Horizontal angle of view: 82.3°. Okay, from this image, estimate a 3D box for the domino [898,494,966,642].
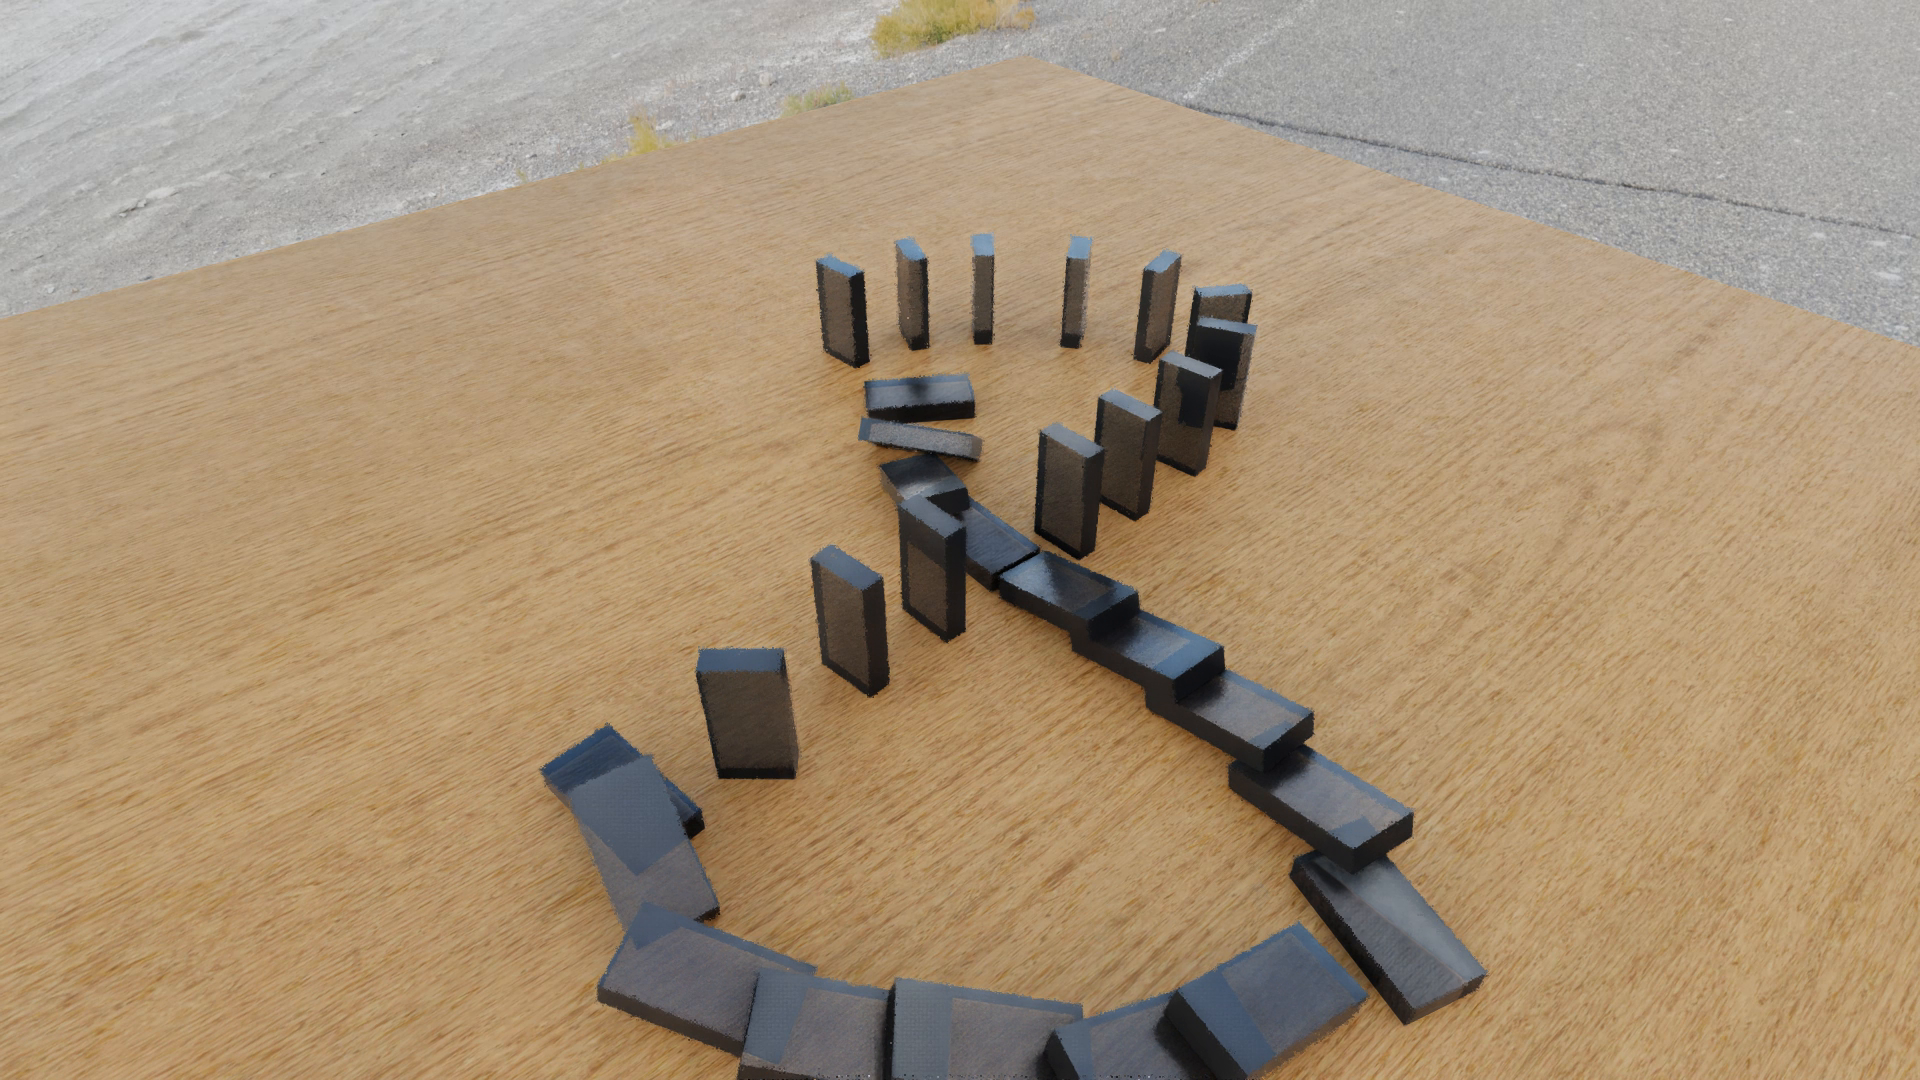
[{"bbox_3d":[-0.010,0.011,0.398,0.009,0.050,0.025,-30,48,-31],"label":"domino"}]

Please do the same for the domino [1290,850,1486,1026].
[{"bbox_3d":[0.120,0.108,0.311,0.025,0.010,0.050,-16,42,-18],"label":"domino"}]

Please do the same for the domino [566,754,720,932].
[{"bbox_3d":[-0.092,0.091,0.319,0.025,0.010,0.050,-22,66,-25],"label":"domino"}]

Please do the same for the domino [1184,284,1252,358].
[{"bbox_3d":[0.123,-0.097,0.530,0.025,0.050,0.009,-6,40,-7],"label":"domino"}]

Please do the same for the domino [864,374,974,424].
[{"bbox_3d":[-0.020,-0.067,0.525,0.050,0.010,0.025,-5,40,-6],"label":"domino"}]

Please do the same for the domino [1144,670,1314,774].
[{"bbox_3d":[0.089,0.056,0.365,0.025,0.009,0.050,-27,33,-29],"label":"domino"}]

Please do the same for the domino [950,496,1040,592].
[{"bbox_3d":[0.006,0.000,0.444,0.025,0.010,0.050,-28,47,-29],"label":"domino"}]

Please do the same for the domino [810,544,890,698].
[{"bbox_3d":[-0.037,0.028,0.377,0.025,0.050,0.009,30,48,31],"label":"domino"}]

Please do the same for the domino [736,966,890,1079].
[{"bbox_3d":[-0.029,0.127,0.279,0.050,0.010,0.025,13,39,-7],"label":"domino"}]

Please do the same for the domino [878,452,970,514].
[{"bbox_3d":[-0.016,-0.023,0.459,0.025,0.010,0.050,-15,24,-12],"label":"domino"}]

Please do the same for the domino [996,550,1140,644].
[{"bbox_3d":[0.040,0.020,0.409,0.025,0.010,0.050,-27,32,-29],"label":"domino"}]

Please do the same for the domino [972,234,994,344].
[{"bbox_3d":[0.012,-0.130,0.570,0.010,0.050,0.025,-1,39,-2],"label":"domino"}]

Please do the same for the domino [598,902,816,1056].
[{"bbox_3d":[-0.067,0.118,0.291,0.050,0.009,0.025,20,42,3],"label":"domino"}]

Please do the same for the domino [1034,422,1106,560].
[{"bbox_3d":[0.043,-0.019,0.434,0.009,0.050,0.025,-31,48,-32],"label":"domino"}]

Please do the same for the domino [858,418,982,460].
[{"bbox_3d":[-0.017,-0.045,0.487,0.050,0.009,0.025,10,2,12],"label":"domino"}]

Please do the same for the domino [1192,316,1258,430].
[{"bbox_3d":[0.119,-0.076,0.504,0.025,0.050,0.009,14,41,16],"label":"domino"}]

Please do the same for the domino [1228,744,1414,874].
[{"bbox_3d":[0.109,0.079,0.337,0.025,0.010,0.050,-21,29,-24],"label":"domino"}]

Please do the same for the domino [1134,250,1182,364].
[{"bbox_3d":[0.099,-0.117,0.555,0.010,0.050,0.025,21,44,24],"label":"domino"}]

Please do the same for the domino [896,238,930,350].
[{"bbox_3d":[-0.024,-0.126,0.565,0.010,0.050,0.025,-11,41,-14],"label":"domino"}]

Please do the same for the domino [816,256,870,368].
[{"bbox_3d":[-0.059,-0.114,0.550,0.025,0.050,0.009,32,49,33],"label":"domino"}]

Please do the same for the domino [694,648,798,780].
[{"bbox_3d":[-0.066,0.055,0.344,0.025,0.050,0.010,0,39,0],"label":"domino"}]

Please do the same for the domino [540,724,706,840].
[{"bbox_3d":[-0.106,0.081,0.345,0.050,0.010,0.025,30,48,32],"label":"domino"}]

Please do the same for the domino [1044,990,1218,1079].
[{"bbox_3d":[0.049,0.130,0.276,0.050,0.010,0.025,-4,37,-28],"label":"domino"}]

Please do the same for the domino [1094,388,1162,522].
[{"bbox_3d":[0.068,-0.035,0.454,0.025,0.050,0.009,32,49,33],"label":"domino"}]

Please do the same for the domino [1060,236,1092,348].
[{"bbox_3d":[0.060,-0.127,0.567,0.009,0.050,0.025,8,40,10],"label":"domino"}]

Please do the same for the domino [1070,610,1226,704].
[{"bbox_3d":[0.065,0.038,0.387,0.025,0.009,0.050,-27,31,-29],"label":"domino"}]

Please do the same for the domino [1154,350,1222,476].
[{"bbox_3d":[0.097,-0.054,0.478,0.025,0.050,0.009,28,47,30],"label":"domino"}]

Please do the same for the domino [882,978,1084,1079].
[{"bbox_3d":[0.007,0.128,0.277,0.050,0.009,0.025,12,39,-10],"label":"domino"}]

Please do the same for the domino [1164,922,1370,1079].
[{"bbox_3d":[0.080,0.120,0.285,0.050,0.009,0.025,-10,40,-36],"label":"domino"}]
